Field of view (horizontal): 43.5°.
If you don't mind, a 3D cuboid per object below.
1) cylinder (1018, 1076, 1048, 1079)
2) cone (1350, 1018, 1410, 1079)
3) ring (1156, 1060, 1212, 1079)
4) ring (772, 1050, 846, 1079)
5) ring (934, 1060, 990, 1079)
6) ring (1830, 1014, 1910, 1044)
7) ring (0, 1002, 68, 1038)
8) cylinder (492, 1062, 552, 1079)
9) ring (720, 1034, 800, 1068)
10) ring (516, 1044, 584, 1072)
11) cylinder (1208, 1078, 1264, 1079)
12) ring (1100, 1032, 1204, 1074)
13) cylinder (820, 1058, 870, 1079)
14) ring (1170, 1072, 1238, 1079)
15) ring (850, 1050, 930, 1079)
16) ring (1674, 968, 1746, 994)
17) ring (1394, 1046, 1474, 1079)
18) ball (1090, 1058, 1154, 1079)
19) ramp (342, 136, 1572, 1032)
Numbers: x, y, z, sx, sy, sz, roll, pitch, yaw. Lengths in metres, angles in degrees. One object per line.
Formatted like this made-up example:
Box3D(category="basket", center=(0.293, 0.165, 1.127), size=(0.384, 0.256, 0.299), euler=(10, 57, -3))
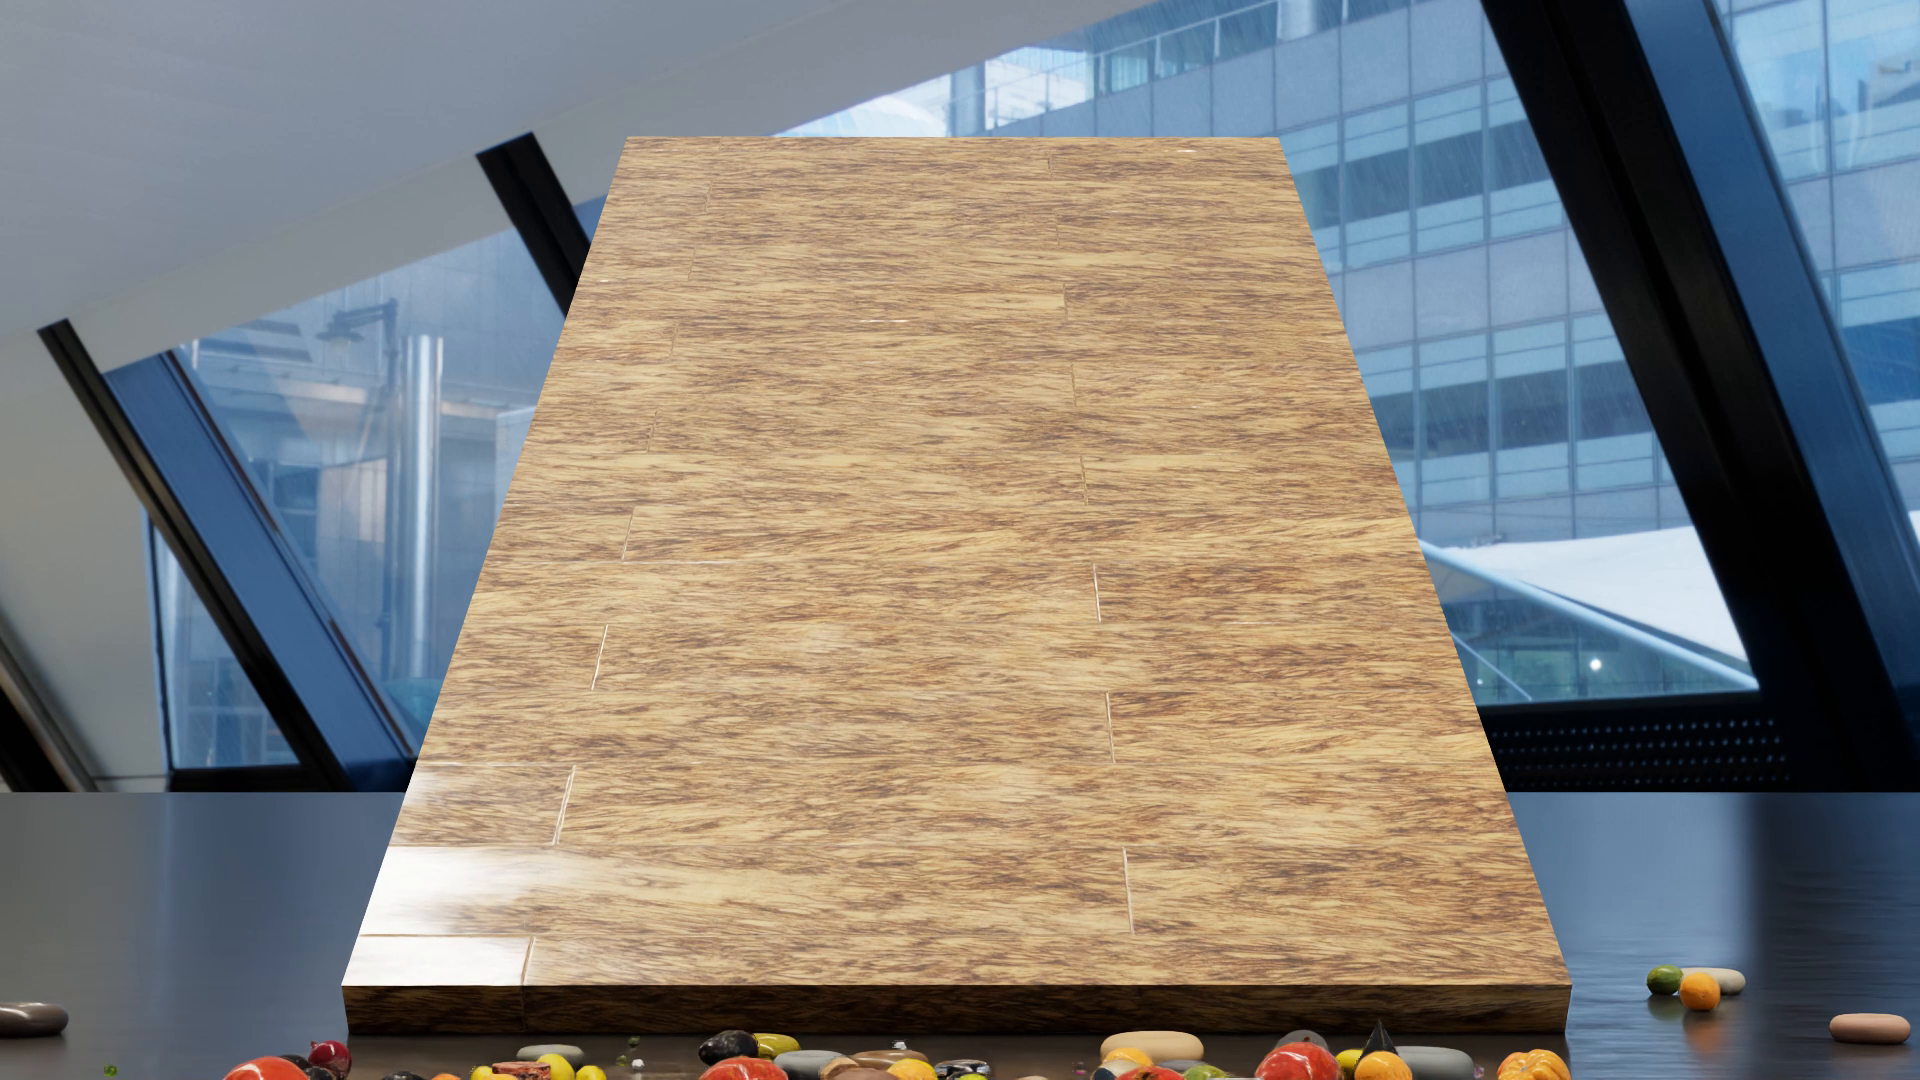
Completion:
Box3D(category="cylinder", center=(0.073, 0.653, 2.760), size=(0.069, 0.069, 0.069), euler=(-3, -7, 26))
Box3D(category="cone", center=(0.555, 0.681, 3.178), size=(0.098, 0.098, 0.098), euler=(0, -6, 0))
Box3D(category="ring", center=(0.308, 0.732, 3.318), size=(0.077, 0.026, 0.077), euler=(0, -7, 0))
Box3D(category="ring", center=(-0.206, 0.726, 3.316), size=(0.109, 0.036, 0.109), euler=(0, -5, 0))
Box3D(category="ring", center=(0.003, 0.730, 3.307), size=(0.078, 0.026, 0.078), euler=(-1, -7, 0))
Box3D(category="ring", center=(1.443, 0.776, 3.818), size=(0.122, 0.041, 0.122), euler=(-1, -6, 0))
Box3D(category="ring", center=(-1.534, 0.783, 3.931), size=(0.148, 0.049, 0.148), euler=(1, -6, 0))
Box3D(category="cylinder", center=(-0.526, 0.665, 2.886), size=(0.070, 0.070, 0.070), euler=(0, -6, 0))
Box3D(category="ring", center=(-0.291, 0.745, 3.511), size=(0.117, 0.039, 0.117), euler=(1, -5, 0))
Box3D(category="ring", center=(-0.586, 0.741, 3.442), size=(0.097, 0.032, 0.097), euler=(0, -7, 0))
Box3D(category="cylinder", center=(0.302, 0.642, 2.694), size=(0.077, 0.077, 0.077), euler=(2, -6, -19))
Box3D(category="ring", center=(0.274, 0.732, 3.436), size=(0.149, 0.050, 0.149), euler=(-1, -5, 0))
Box3D(category="cylinder", center=(-0.145, 0.686, 3.034), size=(0.059, 0.059, 0.059), euler=(1, -6, -8))
Box3D(category="ring", center=(0.318, 0.708, 3.118), size=(0.098, 0.033, 0.098), euler=(-1, -7, 0))
Box3D(category="ring", center=(-0.099, 0.724, 3.303), size=(0.116, 0.039, 0.116), euler=(-1, -7, 0))
Box3D(category="ring", center=(1.472, 0.866, 4.728), size=(0.136, 0.045, 0.136), euler=(1, -6, 0))
Box3D(category="ring", center=(0.630, 0.717, 3.276), size=(0.139, 0.046, 0.139), euler=(1, -6, 0))
Box3D(category="ball", center=(0.190, 0.651, 2.821), size=(0.084, 0.084, 0.084), euler=(0, -6, 0))
Box3D(category="ramp", center=(-0.013, -0.214, 5.677), size=(2.000, 0.100, 4.000), euler=(0, 29, 0))
